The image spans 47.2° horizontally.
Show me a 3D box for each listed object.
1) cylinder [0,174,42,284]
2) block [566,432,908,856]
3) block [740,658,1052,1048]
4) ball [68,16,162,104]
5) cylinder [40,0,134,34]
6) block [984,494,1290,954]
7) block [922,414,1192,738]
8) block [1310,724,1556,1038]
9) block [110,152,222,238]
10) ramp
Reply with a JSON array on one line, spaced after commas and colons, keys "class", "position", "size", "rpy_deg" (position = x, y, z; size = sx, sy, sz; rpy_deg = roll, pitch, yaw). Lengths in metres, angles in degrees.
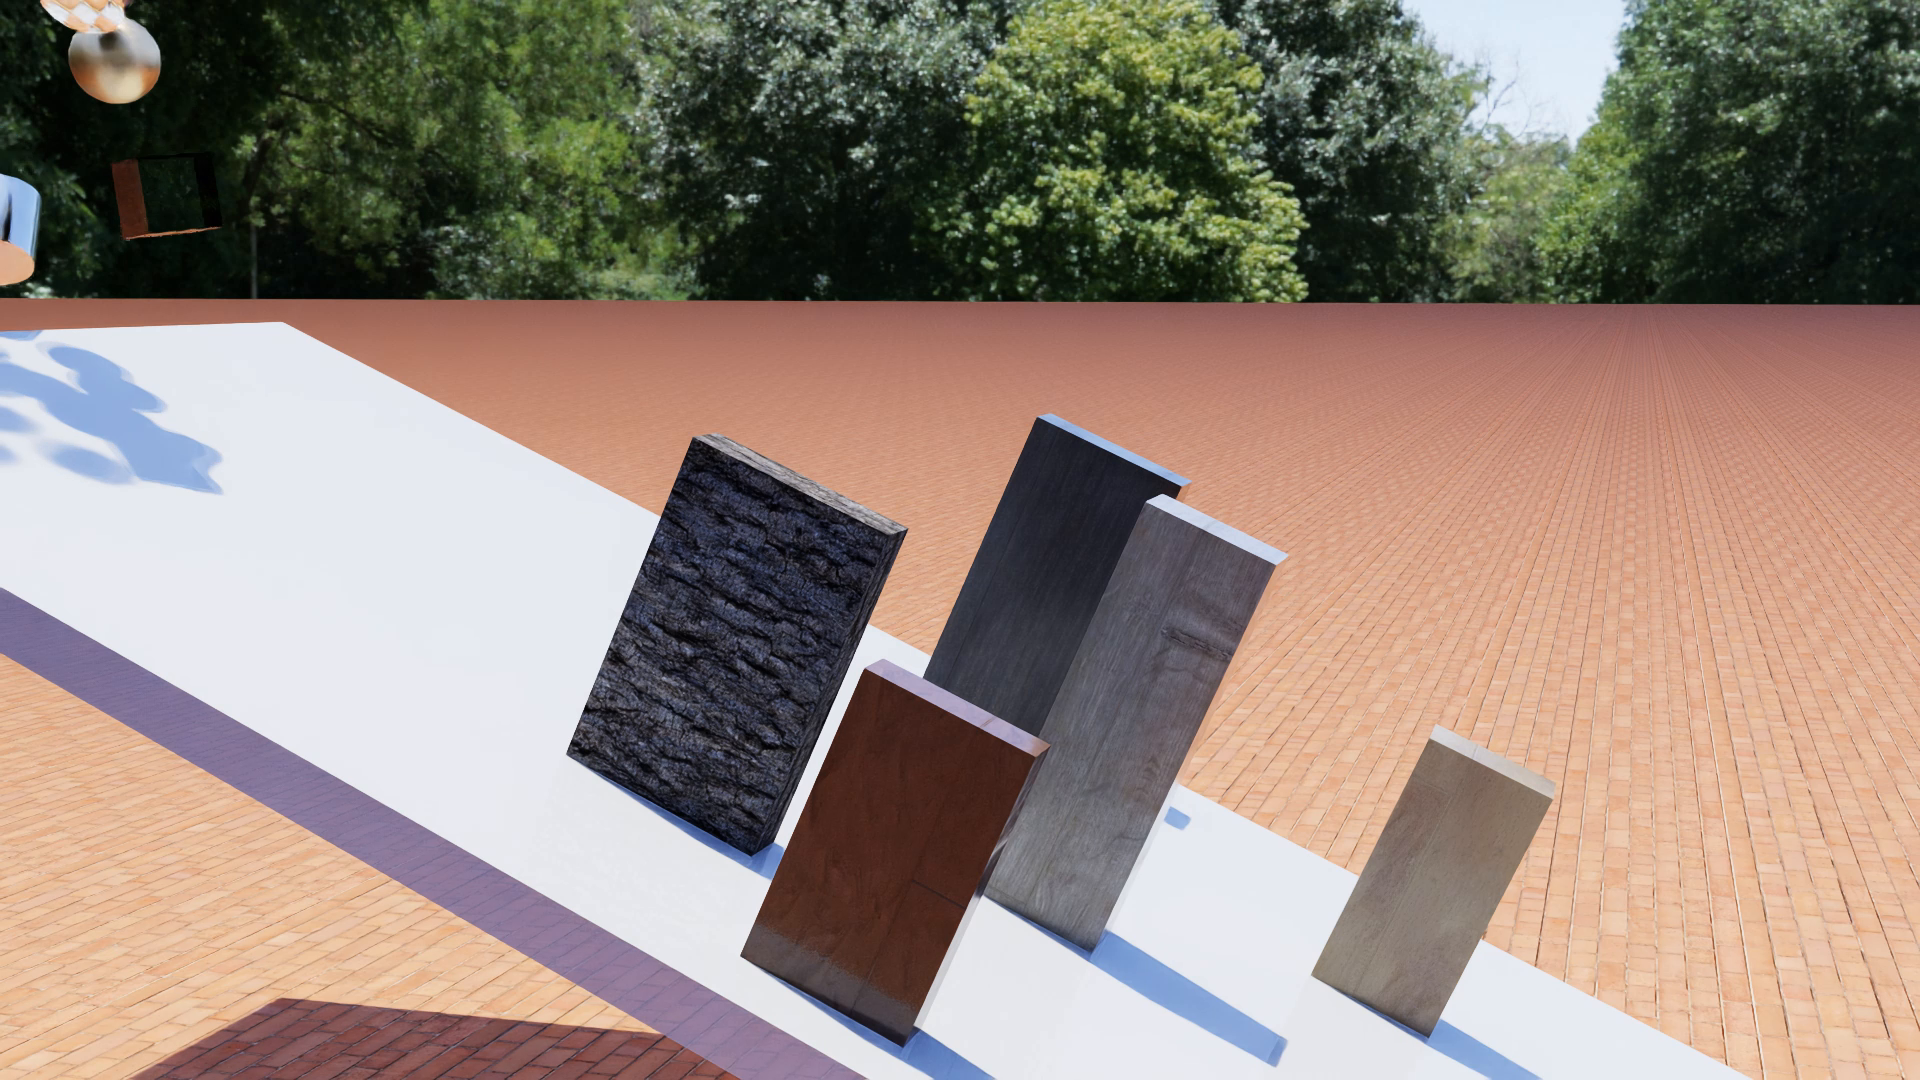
[{"class": "cylinder", "position": [-2.042, -0.658, 4.659], "size": [0.167, 0.167, 0.167], "rpy_deg": [-5, -28, -3]}, {"class": "block", "position": [-0.378, 0.173, 3.682], "size": [0.371, 0.599, 0.103], "rpy_deg": [27, 13, 13]}, {"class": "block", "position": [-0.099, 0.462, 3.259], "size": [0.284, 0.493, 0.085], "rpy_deg": [27, 13, 13]}, {"class": "ball", "position": [-1.736, -0.987, 4.519], "size": [0.179, 0.179, 0.179], "rpy_deg": [0, 7, 0]}, {"class": "cylinder", "position": [-1.701, -1.120, 4.329], "size": [0.174, 0.174, 0.174], "rpy_deg": [1, 50, 9]}, {"class": "block", "position": [0.295, 0.323, 3.875], "size": [0.247, 0.768, 0.142], "rpy_deg": [27, 13, 13]}, {"class": "block", "position": [0.207, 0.099, 4.834], "size": [0.349, 0.662, 0.119], "rpy_deg": [27, 13, 13]}, {"class": "block", "position": [0.899, 0.646, 4.184], "size": [0.247, 0.521, 0.137], "rpy_deg": [27, 13, 13]}, {"class": "block", "position": [-1.521, -0.661, 4.217], "size": [0.143, 0.143, 0.143], "rpy_deg": [-13, 10, -39]}, {"class": "ramp", "position": [-0.279, 0.481, 4.179], "size": [4.000, 0.100, 2.000], "rpy_deg": [27, 13, 13]}]
